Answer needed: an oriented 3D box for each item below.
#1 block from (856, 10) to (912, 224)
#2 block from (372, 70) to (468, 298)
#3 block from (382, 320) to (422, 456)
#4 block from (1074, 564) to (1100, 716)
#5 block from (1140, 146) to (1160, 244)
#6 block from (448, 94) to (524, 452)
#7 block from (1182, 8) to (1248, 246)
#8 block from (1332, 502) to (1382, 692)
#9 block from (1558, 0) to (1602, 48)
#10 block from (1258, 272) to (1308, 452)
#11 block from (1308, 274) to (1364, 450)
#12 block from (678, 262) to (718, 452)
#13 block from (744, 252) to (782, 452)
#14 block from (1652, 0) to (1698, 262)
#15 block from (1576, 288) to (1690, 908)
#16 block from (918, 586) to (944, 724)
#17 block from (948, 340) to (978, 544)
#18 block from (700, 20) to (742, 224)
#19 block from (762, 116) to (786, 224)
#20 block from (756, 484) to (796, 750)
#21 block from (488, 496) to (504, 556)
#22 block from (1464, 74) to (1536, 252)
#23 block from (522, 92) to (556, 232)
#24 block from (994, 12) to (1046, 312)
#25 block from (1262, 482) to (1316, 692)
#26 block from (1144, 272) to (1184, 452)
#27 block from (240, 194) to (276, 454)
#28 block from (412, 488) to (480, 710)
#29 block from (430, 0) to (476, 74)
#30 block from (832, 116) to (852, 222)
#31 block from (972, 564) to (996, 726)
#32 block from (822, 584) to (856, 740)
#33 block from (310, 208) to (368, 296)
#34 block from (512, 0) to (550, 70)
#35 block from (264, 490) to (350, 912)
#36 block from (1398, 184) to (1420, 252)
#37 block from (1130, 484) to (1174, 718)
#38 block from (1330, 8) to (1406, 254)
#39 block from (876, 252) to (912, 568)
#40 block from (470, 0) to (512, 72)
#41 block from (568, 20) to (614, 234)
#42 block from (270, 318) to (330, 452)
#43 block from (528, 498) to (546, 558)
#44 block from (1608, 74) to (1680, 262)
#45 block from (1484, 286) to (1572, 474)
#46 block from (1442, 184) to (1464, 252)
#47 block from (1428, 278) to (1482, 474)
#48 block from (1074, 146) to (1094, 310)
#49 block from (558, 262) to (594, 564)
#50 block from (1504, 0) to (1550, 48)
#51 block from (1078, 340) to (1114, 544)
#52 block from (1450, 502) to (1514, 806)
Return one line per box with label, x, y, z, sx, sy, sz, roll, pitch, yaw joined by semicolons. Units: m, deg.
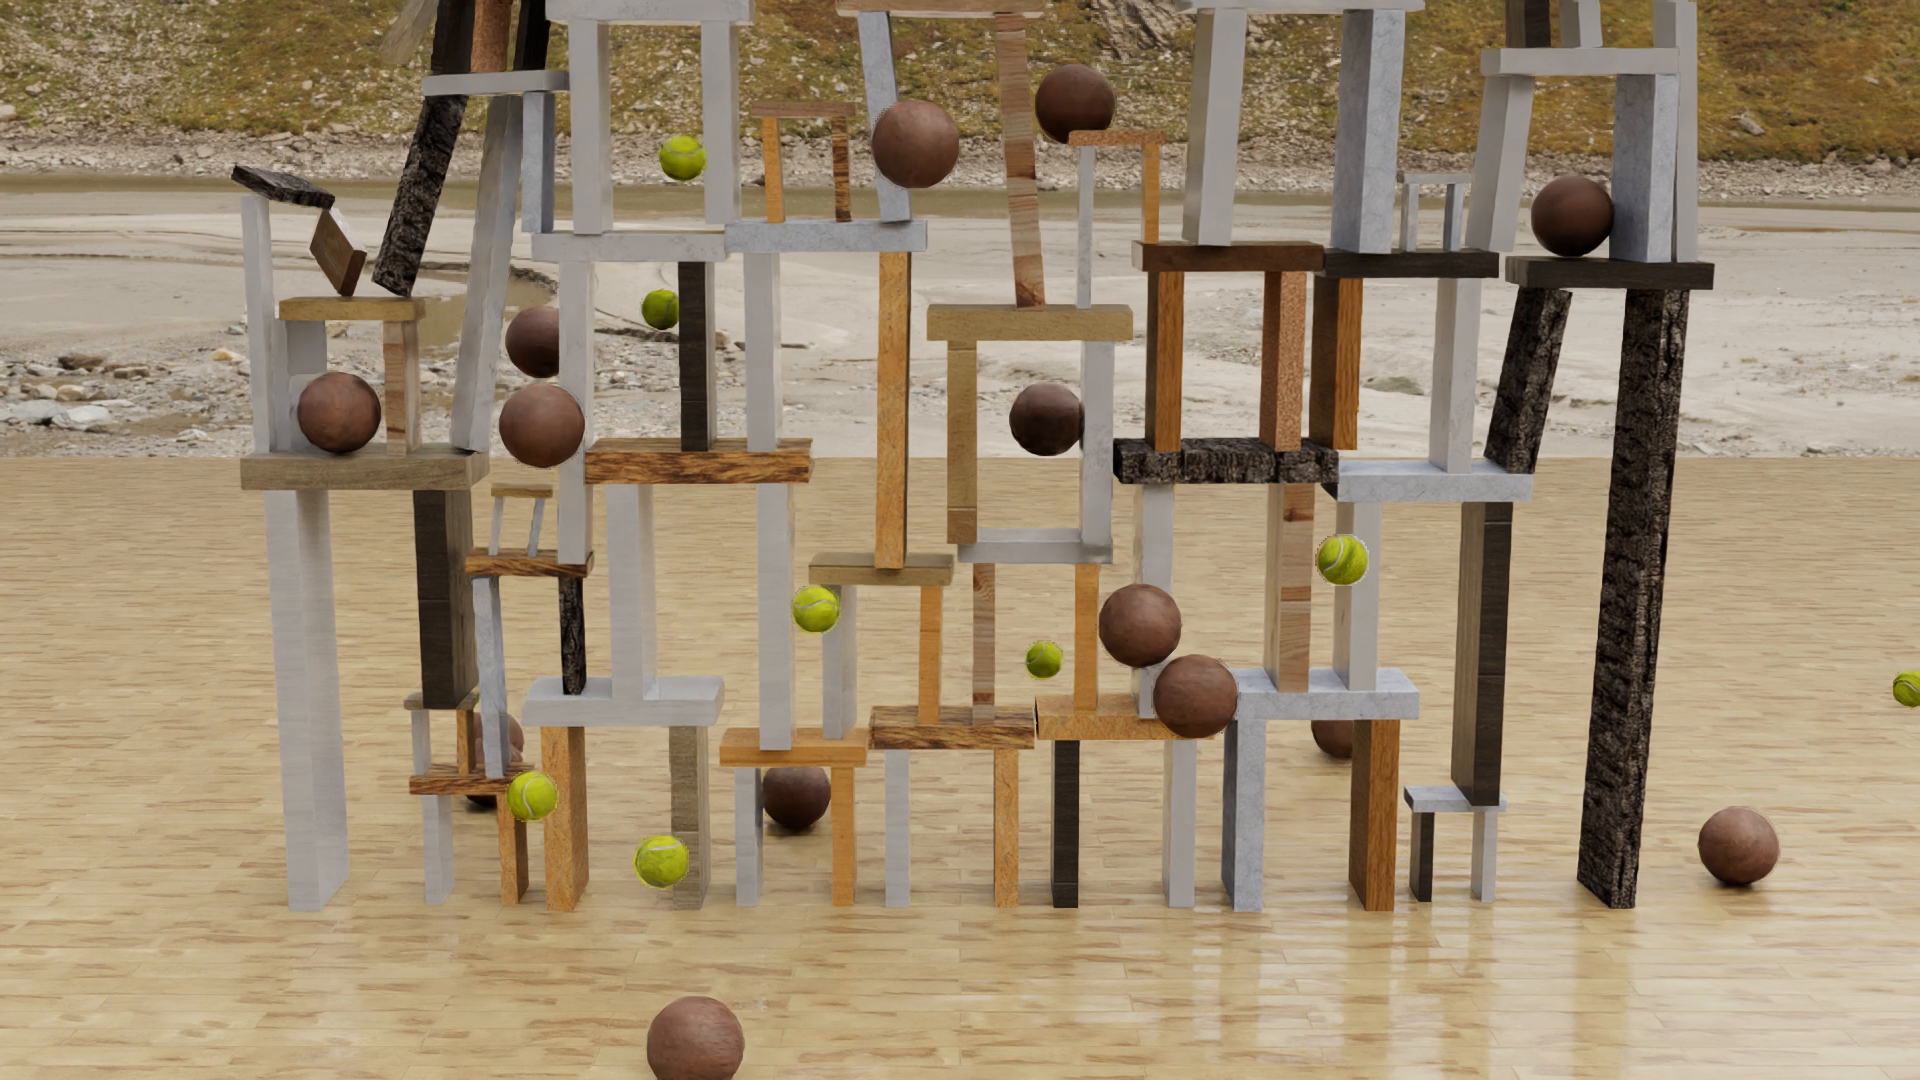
block;-0.116;-0.659;3.439;0.045;0.316;0.158;-6;10;1
block;-0.838;-0.646;3.514;0.024;0.517;0.083;13;-6;17
block;-0.892;-0.248;3.519;0.030;0.212;0.106;1;10;0
block;0.207;0.150;3.582;0.035;0.247;0.124;1;10;6
block;0.298;-0.542;3.450;0.021;0.151;0.076;0;11;0
block;-0.754;-0.426;3.516;0.030;0.563;0.107;5;4;-31
block;0.395;-0.642;3.429;0.050;0.354;0.177;2;11;-3
block;0.644;0.077;3.573;0.044;0.308;0.154;0;11;0
block;0.955;-0.878;3.406;0.033;0.229;0.115;-7;11;2
block;0.513;-0.290;3.495;0.040;0.281;0.140;0;11;-3
block;0.598;-0.287;3.505;0.038;0.270;0.135;-1;11;-8
block;-0.418;-0.299;3.509;0.042;0.297;0.149;0;10;-1
block;-0.313;-0.306;3.511;0.044;0.311;0.155;0;10;0
block;1.118;-0.717;3.437;0.033;0.554;0.115;-4;10;1
block;1.091;0.094;3.577;0.041;1.008;0.144;1;10;-7
block;-0.047;0.175;3.600;0.032;0.228;0.114;2;11;2
block;0.004;-0.166;3.531;0.046;0.321;0.161;0;10;1
block;-0.373;-0.652;3.445;0.043;0.307;0.153;0;10;-1
block;-0.293;-0.582;3.456;0.023;0.162;0.081;-3;10;-1
block;-0.299;0.109;3.589;0.050;0.434;0.175;0;10;-1
block;-0.746;-0.027;3.541;0.014;0.096;0.048;7;12;-10
block;0.851;-0.595;3.472;0.038;0.271;0.135;4;10;-4
block;-0.660;-0.592;3.447;0.030;0.214;0.107;3;10;0
block;0.093;-0.592;3.454;0.045;0.451;0.158;-5;10;1
block;0.532;0.061;3.569;0.048;0.340;0.170;0;11;-1
block;0.324;-0.289;3.488;0.040;0.281;0.140;0;11;-2
block;-1.111;-0.344;3.497;0.023;0.406;0.082;0;12;-4
block;-0.835;0.080;3.578;0.050;0.355;0.177;0;10;0
block;-0.782;-0.814;3.440;0.024;0.167;0.083;17;15;25
block;-0.185;-0.582;3.456;0.023;0.162;0.081;-2;10;0
block;0.038;0.158;3.591;0.035;0.266;0.124;0;10;0
block;-0.199;0.187;3.635;0.032;0.264;0.114;2;10;10
block;-1.010;-0.470;3.572;0.023;0.082;0.164;8;28;-39
block;-0.660;-0.785;3.403;0.017;0.118;0.059;17;16;22
block;-1.070;0.248;3.609;0.050;0.695;0.177;0;11;0
block;0.706;-0.508;3.458;0.015;0.105;0.053;1;11;-2
block;0.311;0.082;3.573;0.048;0.383;0.170;0;11;0
block;0.636;-0.638;3.442;0.050;0.366;0.177;1;11;-5
block;-0.106;-0.214;3.524;0.044;0.499;0.155;1;10;1
block;-0.730;-0.788;3.426;0.017;0.118;0.059;18;17;33
block;-0.577;-0.644;3.439;0.043;0.322;0.153;0;10;-2
block;-1.068;-0.256;3.561;0.030;0.212;0.106;4;11;18
block;-0.684;-0.025;3.549;0.014;0.096;0.048;9;9;-13
block;1.074;-0.585;3.458;0.038;0.286;0.135;-2;11;-9
block;0.905;-0.261;3.513;0.041;0.289;0.144;9;10;-4
block;0.776;-0.509;3.460;0.015;0.105;0.053;1;11;-2
block;0.789;-0.269;3.509;0.038;0.307;0.135;1;11;-1
block;0.197;-0.495;3.476;0.021;0.254;0.076;1;11;0
block;-0.614;-0.209;3.519;0.042;0.477;0.148;1;10;-5
block;0.869;-0.948;3.391;0.038;0.373;0.133;-5;11;2
block;0.218;-0.165;3.528;0.046;0.321;0.161;0;10;1
block;0.851;0.171;3.592;0.044;0.500;0.154;0;11;-1
